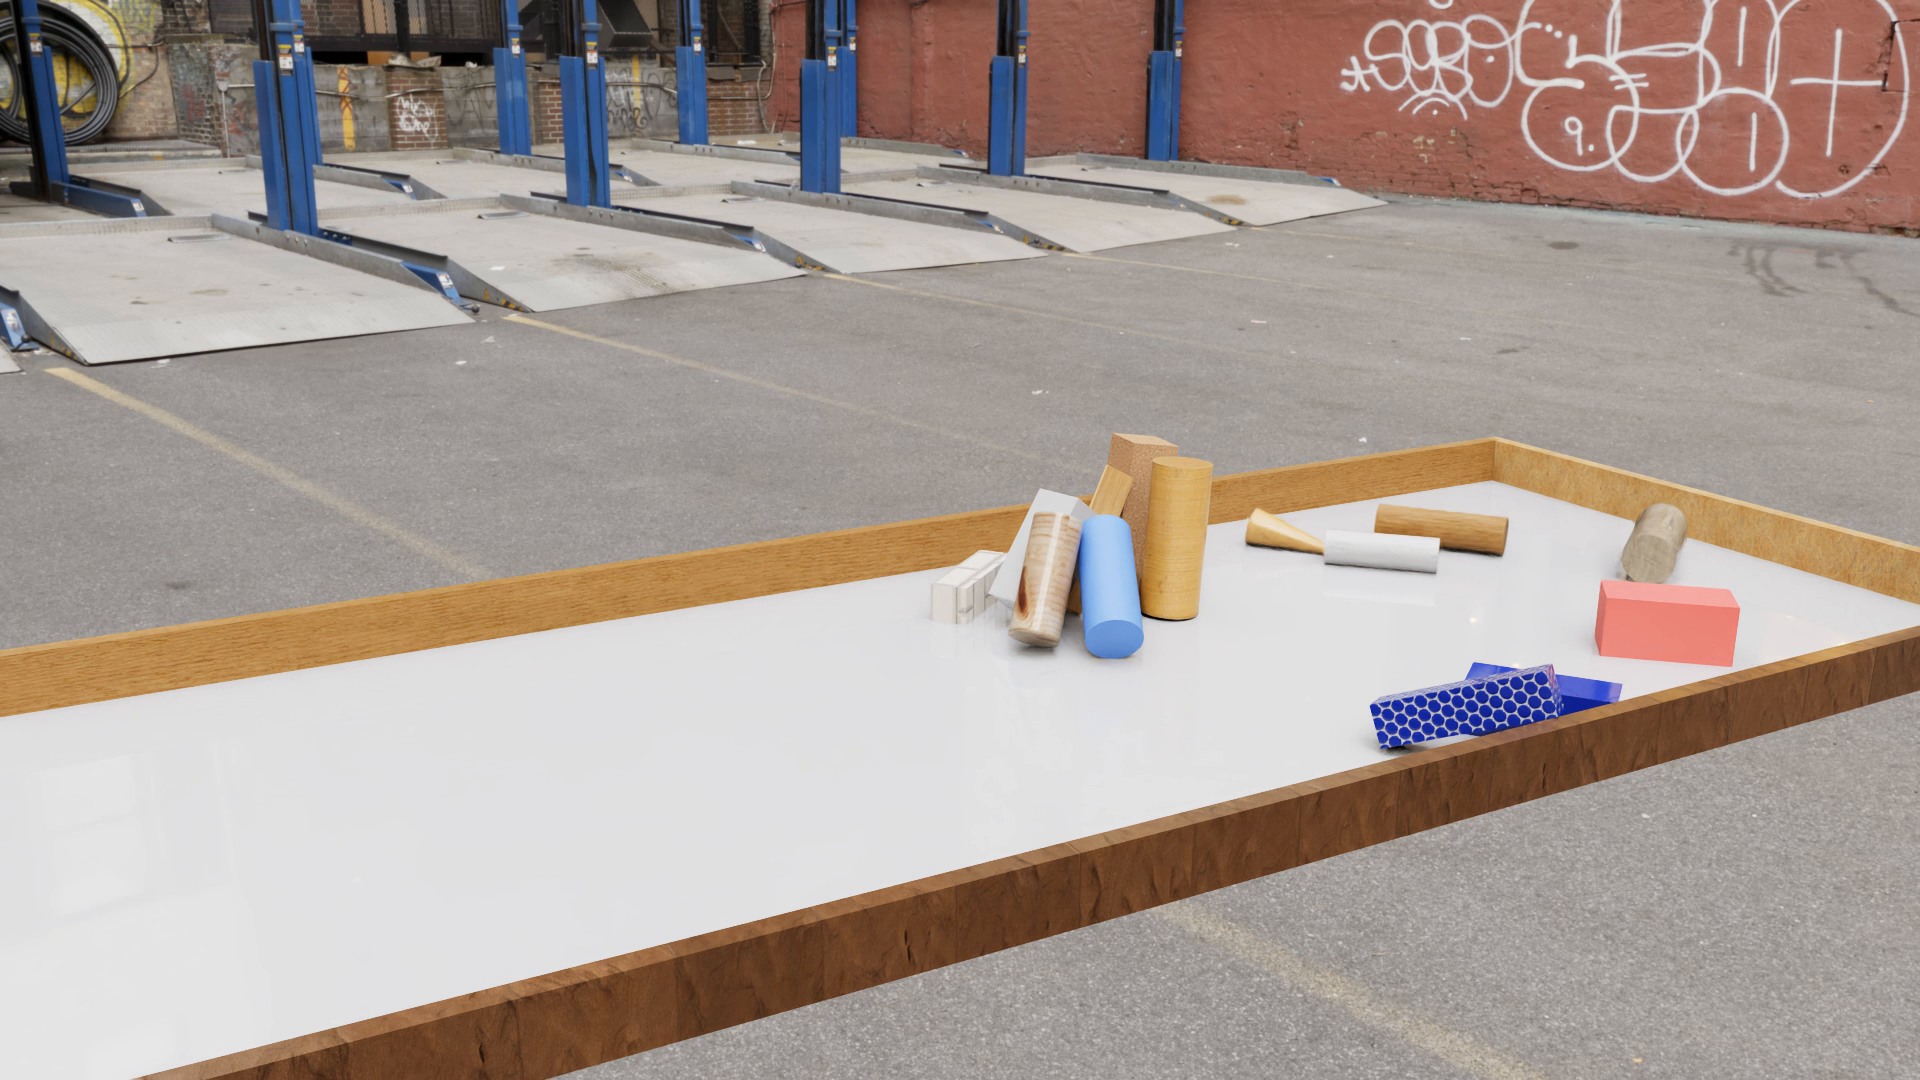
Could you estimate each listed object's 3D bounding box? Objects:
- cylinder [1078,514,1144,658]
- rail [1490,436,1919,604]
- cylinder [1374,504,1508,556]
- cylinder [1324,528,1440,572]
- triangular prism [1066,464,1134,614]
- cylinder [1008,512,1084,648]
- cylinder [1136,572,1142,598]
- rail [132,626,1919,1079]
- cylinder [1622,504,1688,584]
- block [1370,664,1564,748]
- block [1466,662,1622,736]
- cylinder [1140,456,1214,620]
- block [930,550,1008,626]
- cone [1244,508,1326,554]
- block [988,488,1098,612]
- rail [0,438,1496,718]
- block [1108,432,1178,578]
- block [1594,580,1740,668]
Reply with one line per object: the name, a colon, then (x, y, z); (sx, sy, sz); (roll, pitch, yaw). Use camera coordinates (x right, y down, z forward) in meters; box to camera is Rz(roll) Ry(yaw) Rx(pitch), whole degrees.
cylinder: (0.395, 0.121, 4.382); (0.152, 0.152, 0.383); (0, 45, -1)
rail: (2.466, -0.048, 5.253); (0.050, 0.150, 2.100); (-9, 18, -27)
cylinder: (1.534, -0.034, 5.262); (0.397, 0.117, 0.117); (7, 18, 23)
cylinder: (1.293, 0.033, 5.055); (0.335, 0.106, 0.106); (5, 17, 17)
triangular prism: (0.365, -0.001, 4.695); (0.094, 0.423, 0.081); (26, -11, -16)
cylinder: (0.228, 0.104, 4.376); (0.137, 0.335, 0.137); (12, -16, 4)
cylinder: (0.449, 0.168, 4.604); (0.101, 0.101, 0.312); (3, 17, 9)
rail: (-2.336, 1.006, 1.665); (12.000, 0.150, 0.050); (-9, 18, -27)
cylinder: (2.134, 0.007, 5.062); (0.150, 0.150, 0.410); (8, 18, 26)
block: (1.121, 0.370, 3.658); (0.389, 0.102, 0.102); (-15, -1, 28)
block: (1.337, 0.388, 3.799); (0.331, 0.132, 0.132); (8, 18, 24)
cylinder: (0.602, -0.007, 4.602); (0.168, 0.427, 0.168); (4, 14, -1)
block: (0.038, 0.132, 4.715); (0.107, 0.107, 0.357); (7, 18, 22)
cone: (1.086, 0.006, 5.231); (0.340, 0.120, 0.120); (19, 23, 25)
block: (0.242, 0.047, 4.573); (0.145, 0.331, 0.145); (16, -15, 44)
rail: (-3.305, 0.497, 3.399); (12.000, 0.150, 0.050); (-9, 18, -27)
block: (0.508, -0.083, 4.843); (0.143, 0.432, 0.143); (3, 14, -23)
block: (1.852, 0.217, 4.333); (0.319, 0.161, 0.161); (4, 17, 14)
